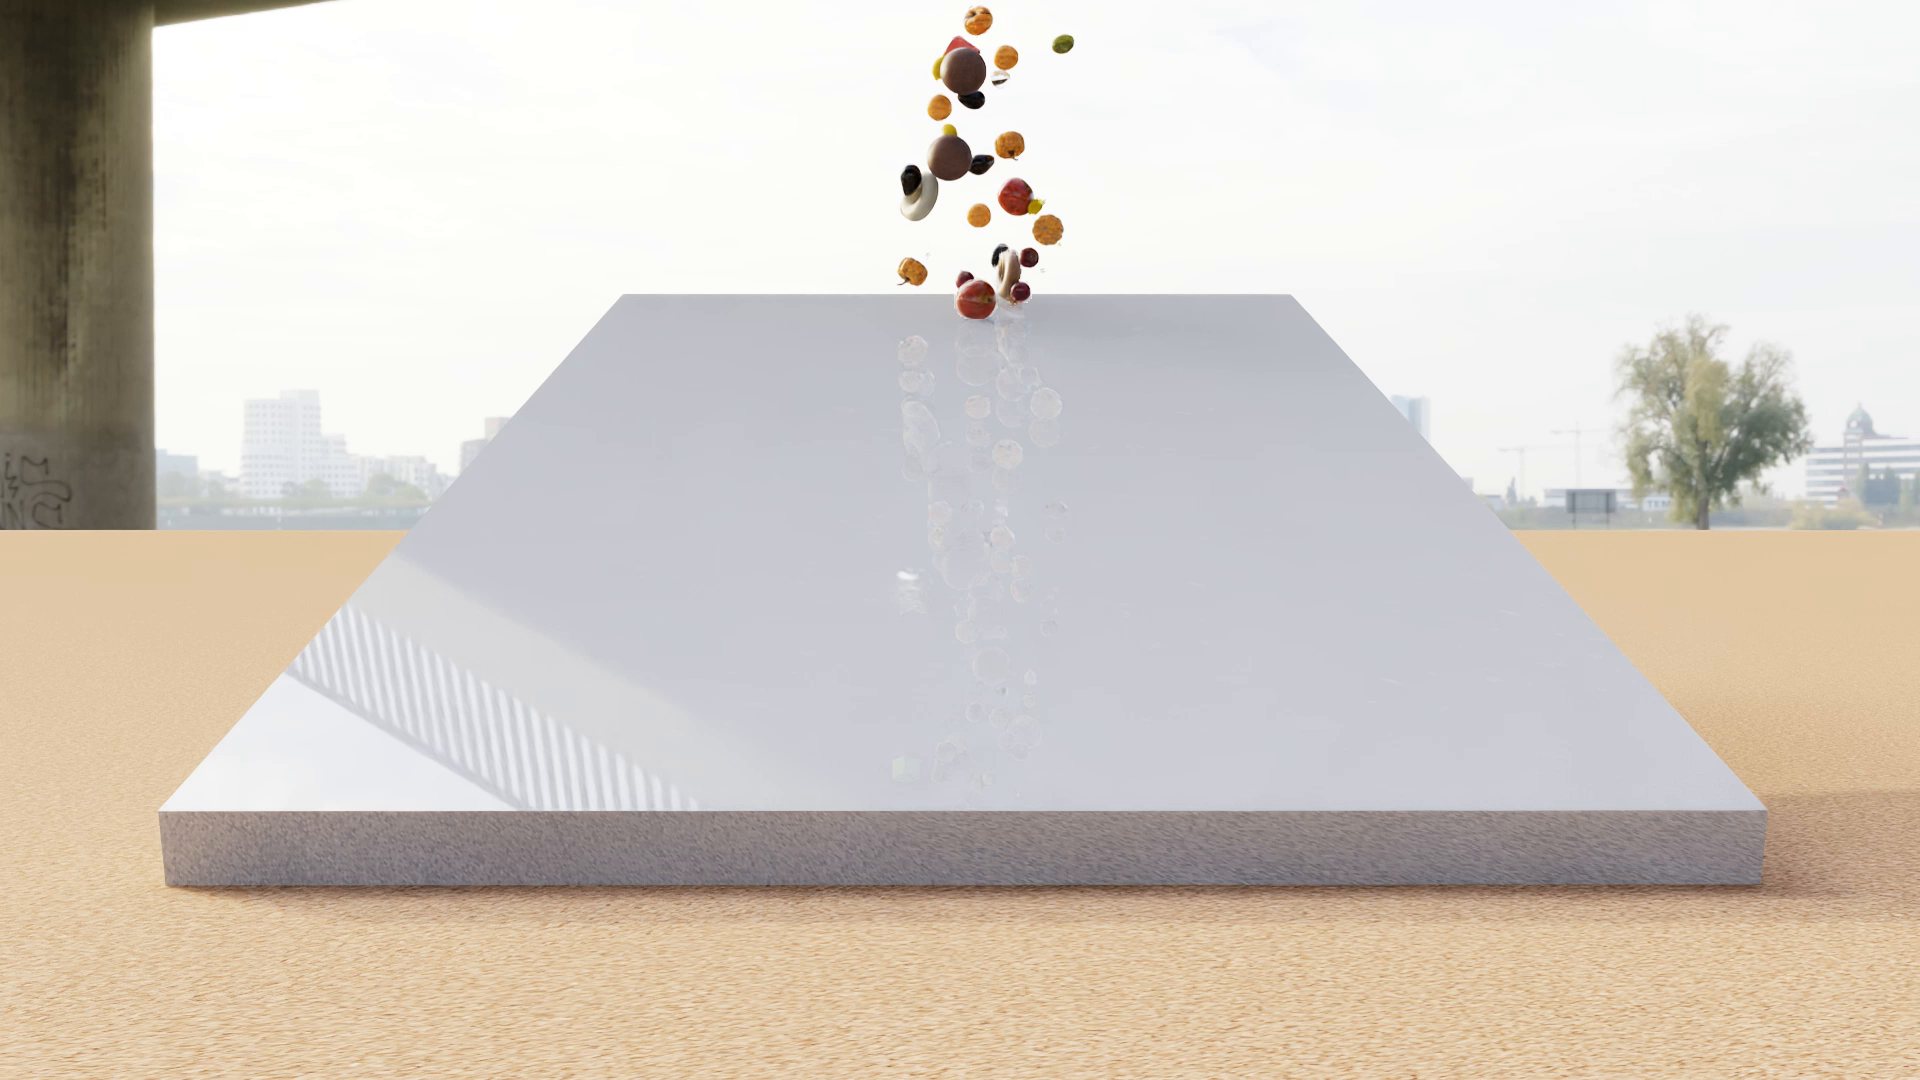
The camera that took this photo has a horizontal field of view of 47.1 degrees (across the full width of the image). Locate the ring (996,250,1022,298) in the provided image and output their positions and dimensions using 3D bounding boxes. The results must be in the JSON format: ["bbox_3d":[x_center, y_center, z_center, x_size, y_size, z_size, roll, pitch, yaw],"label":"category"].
[{"bbox_3d":[0.140,-0.770,6.367,0.048,0.144,0.144,7,-1,-15],"label":"ring"}]

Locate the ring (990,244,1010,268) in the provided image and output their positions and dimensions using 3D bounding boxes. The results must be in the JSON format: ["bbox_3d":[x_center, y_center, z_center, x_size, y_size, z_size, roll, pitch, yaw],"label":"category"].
[{"bbox_3d":[0.118,-0.829,6.436,0.026,0.077,0.077,25,14,32],"label":"ring"}]

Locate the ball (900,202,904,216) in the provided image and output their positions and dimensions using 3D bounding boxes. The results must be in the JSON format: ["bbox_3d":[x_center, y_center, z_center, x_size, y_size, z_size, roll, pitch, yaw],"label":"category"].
[{"bbox_3d":[-0.147,-0.982,6.489,0.064,0.064,0.064,0,0,0],"label":"ball"}]

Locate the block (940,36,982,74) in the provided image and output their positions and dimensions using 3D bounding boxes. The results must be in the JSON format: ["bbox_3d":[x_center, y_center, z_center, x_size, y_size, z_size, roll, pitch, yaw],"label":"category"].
[{"bbox_3d":[0.002,-1.364,6.188,0.075,0.075,0.075,35,20,2],"label":"block"}]

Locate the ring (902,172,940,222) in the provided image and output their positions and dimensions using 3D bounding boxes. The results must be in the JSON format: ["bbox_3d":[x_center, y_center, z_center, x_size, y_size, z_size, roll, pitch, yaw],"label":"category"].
[{"bbox_3d":[-0.112,-0.966,6.191,0.049,0.146,0.146,19,-10,-33],"label":"ring"}]

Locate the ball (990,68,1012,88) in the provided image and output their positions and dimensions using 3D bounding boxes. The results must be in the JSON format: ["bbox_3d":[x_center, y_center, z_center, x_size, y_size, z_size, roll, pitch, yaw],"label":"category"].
[{"bbox_3d":[0.120,-1.361,6.487,0.060,0.060,0.060,0,0,0],"label":"ball"}]

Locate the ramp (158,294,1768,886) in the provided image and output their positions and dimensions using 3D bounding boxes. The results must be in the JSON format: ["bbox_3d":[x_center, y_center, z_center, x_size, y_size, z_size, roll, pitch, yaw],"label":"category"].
[{"bbox_3d":[-0.002,-0.152,4.673,2.000,0.100,4.000,0,16,0],"label":"ramp"}]
